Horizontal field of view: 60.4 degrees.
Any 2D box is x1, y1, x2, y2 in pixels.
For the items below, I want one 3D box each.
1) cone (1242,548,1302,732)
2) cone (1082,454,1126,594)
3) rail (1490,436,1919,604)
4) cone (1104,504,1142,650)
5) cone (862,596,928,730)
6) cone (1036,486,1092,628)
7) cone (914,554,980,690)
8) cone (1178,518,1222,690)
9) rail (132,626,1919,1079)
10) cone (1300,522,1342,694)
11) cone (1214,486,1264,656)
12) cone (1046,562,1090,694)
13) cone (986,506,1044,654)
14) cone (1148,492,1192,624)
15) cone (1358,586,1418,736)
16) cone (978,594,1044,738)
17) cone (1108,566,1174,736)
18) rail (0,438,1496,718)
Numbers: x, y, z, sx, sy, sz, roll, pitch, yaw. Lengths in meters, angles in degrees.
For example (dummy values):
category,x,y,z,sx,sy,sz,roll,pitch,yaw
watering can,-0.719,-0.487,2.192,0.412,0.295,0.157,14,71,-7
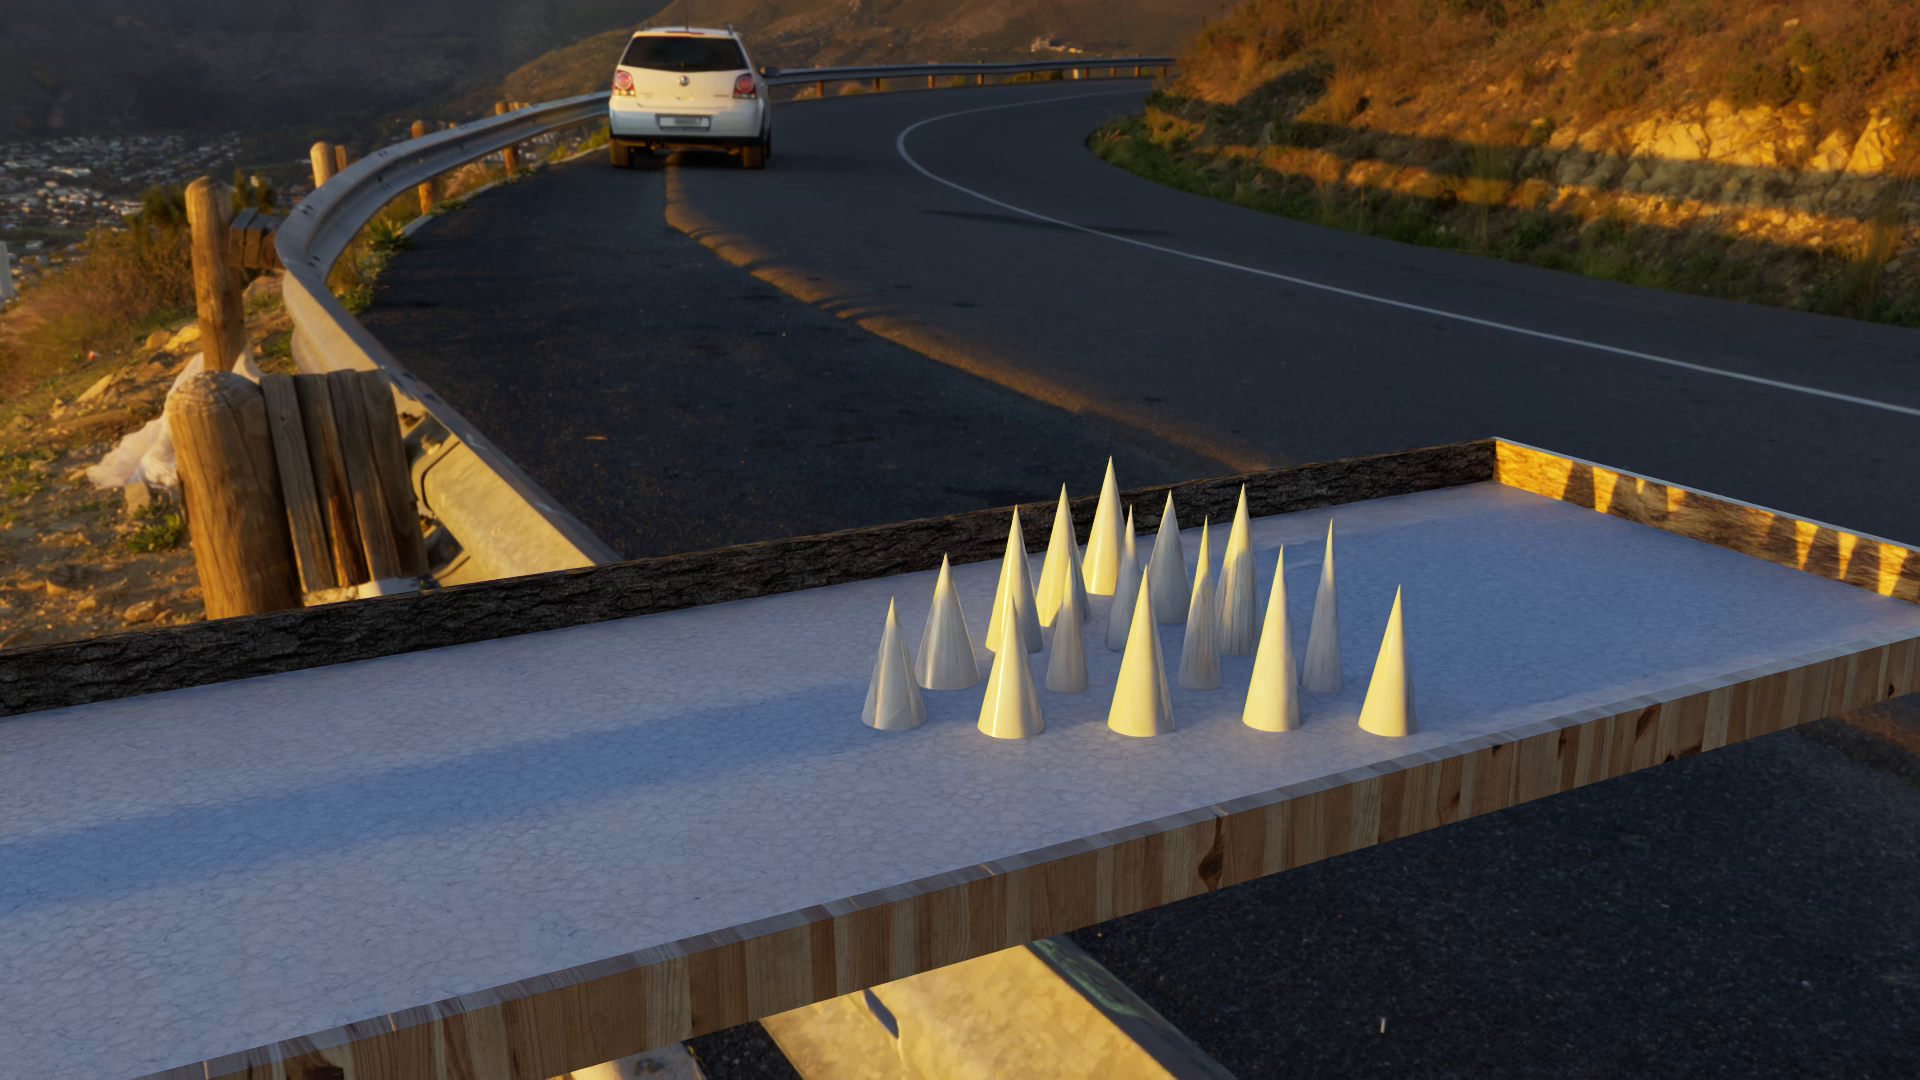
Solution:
category,x,y,z,sx,sy,sz,roll,pitch,yaw
cone,0.739,0.217,3.843,0.139,0.437,0.139,0,16,0
cone,0.438,-0.057,4.839,0.176,0.400,0.176,0,16,0
rail,2.466,-0.048,5.253,0.050,0.150,2.100,-9,18,-27
cone,0.447,0.090,4.361,0.118,0.388,0.118,0,16,0
cone,-0.156,0.275,3.879,0.156,0.303,0.156,0,16,0
cone,0.284,0.029,4.556,0.169,0.395,0.169,0,16,0
cone,-0.035,0.188,4.124,0.173,0.333,0.173,0,16,0
cone,0.601,0.146,4.080,0.110,0.438,0.110,0,16,0
rail,-2.336,1.006,1.665,12.000,0.150,0.050,-9,18,-27
cone,0.901,0.154,4.059,0.106,0.435,0.106,0,16,0
cone,0.736,0.064,4.339,0.171,0.449,0.171,0,16,0
cone,0.269,0.201,4.075,0.112,0.335,0.112,0,16,0
cone,0.147,0.091,4.351,0.157,0.391,0.157,0,16,0
cone,0.580,0.034,4.594,0.168,0.364,0.168,0,16,0
cone,1.008,0.267,3.826,0.138,0.350,0.138,0,16,0
cone,0.119,0.276,3.826,0.156,0.333,0.156,0,16,0
cone,0.426,0.243,3.828,0.157,0.395,0.157,0,16,0
rail,-3.305,0.497,3.399,12.000,0.150,0.050,-9,18,-27
